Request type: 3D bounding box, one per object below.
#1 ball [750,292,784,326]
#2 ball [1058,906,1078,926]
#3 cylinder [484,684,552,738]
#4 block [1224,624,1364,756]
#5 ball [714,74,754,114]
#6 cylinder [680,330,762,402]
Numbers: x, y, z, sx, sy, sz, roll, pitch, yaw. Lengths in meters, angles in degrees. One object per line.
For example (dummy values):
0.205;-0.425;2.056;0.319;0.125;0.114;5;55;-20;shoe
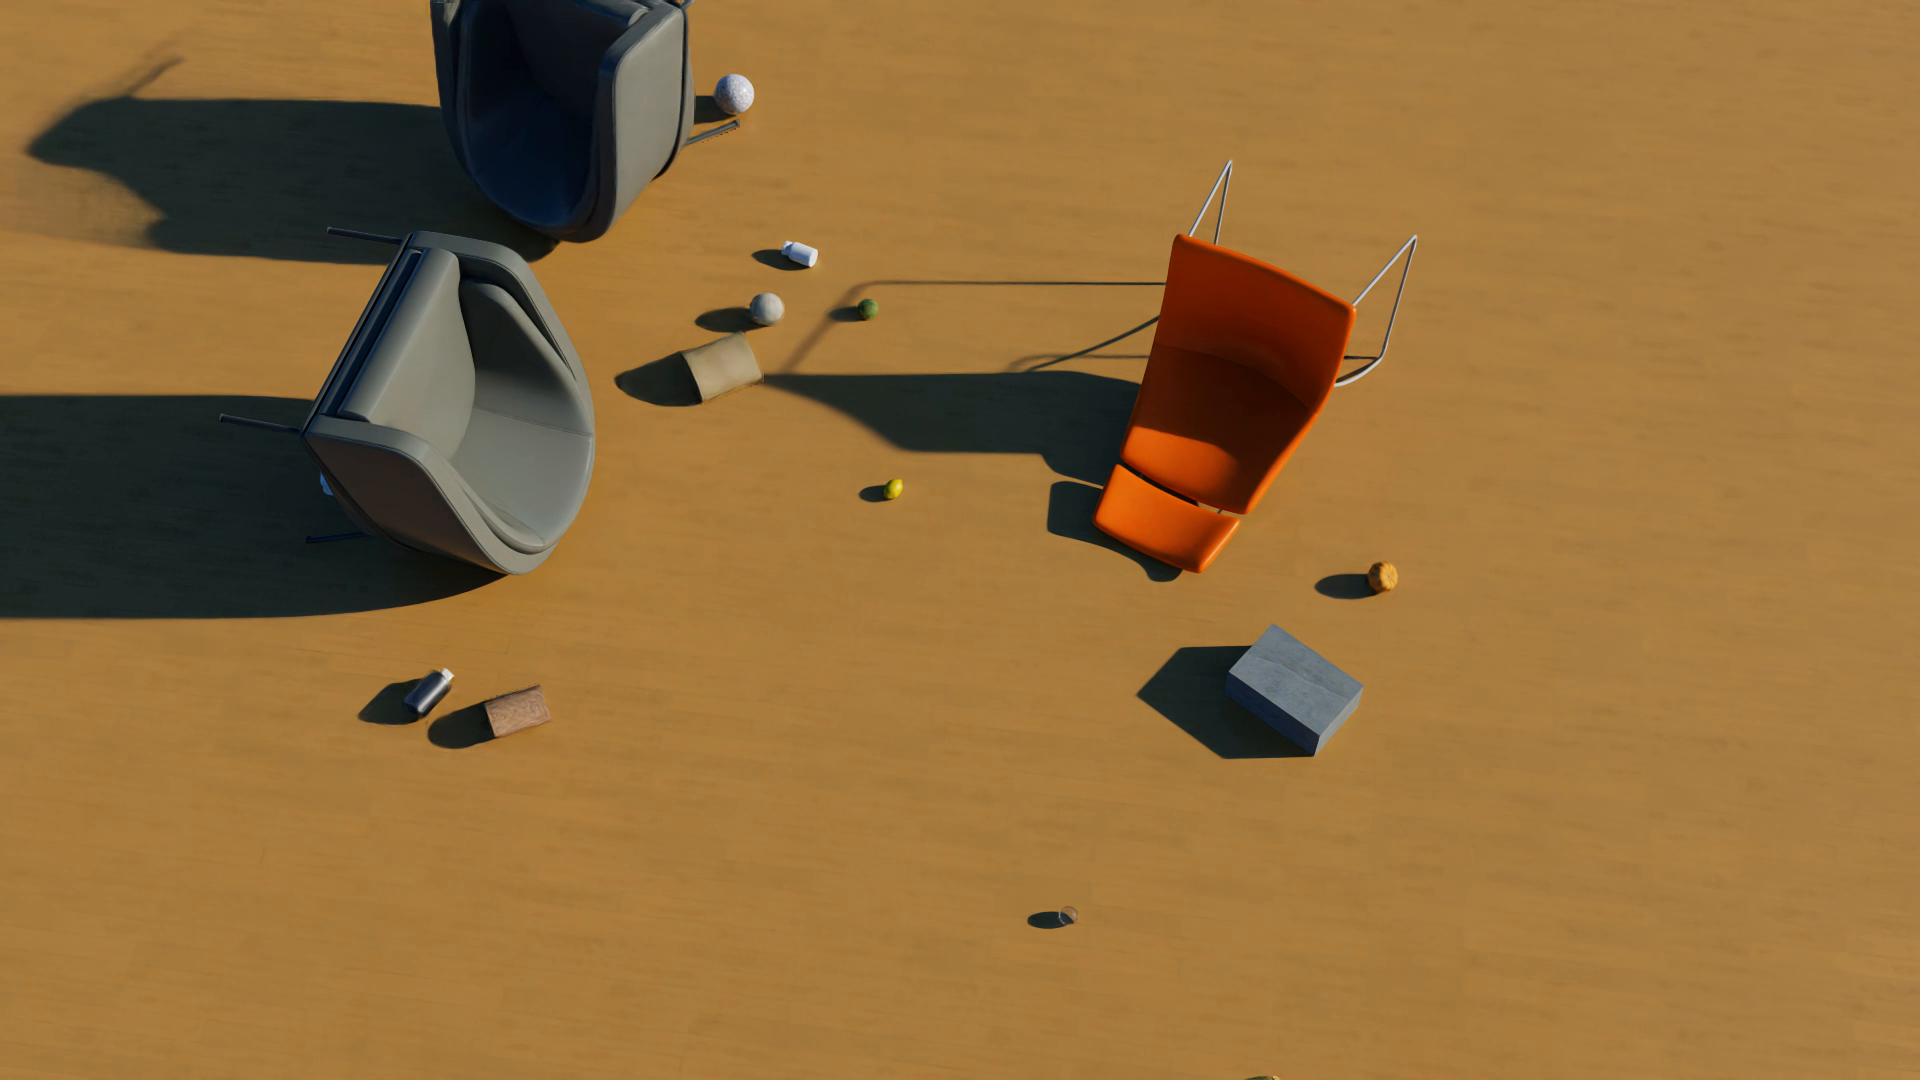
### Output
-0.616;-0.737;7.005;0.106;0.106;0.106;0;56;0;ball
0.289;1.003;5.871;0.050;0.050;0.050;0;56;0;ball
-1.245;0.483;6.195;0.163;0.081;0.142;-18;38;-12;cylinder
0.943;0.422;6.218;0.315;0.121;0.212;36;63;21;block
-0.772;-1.523;7.513;0.137;0.137;0.137;0;56;0;ball
-0.746;-0.542;6.871;0.201;0.098;0.170;-23;81;-15;cylinder
